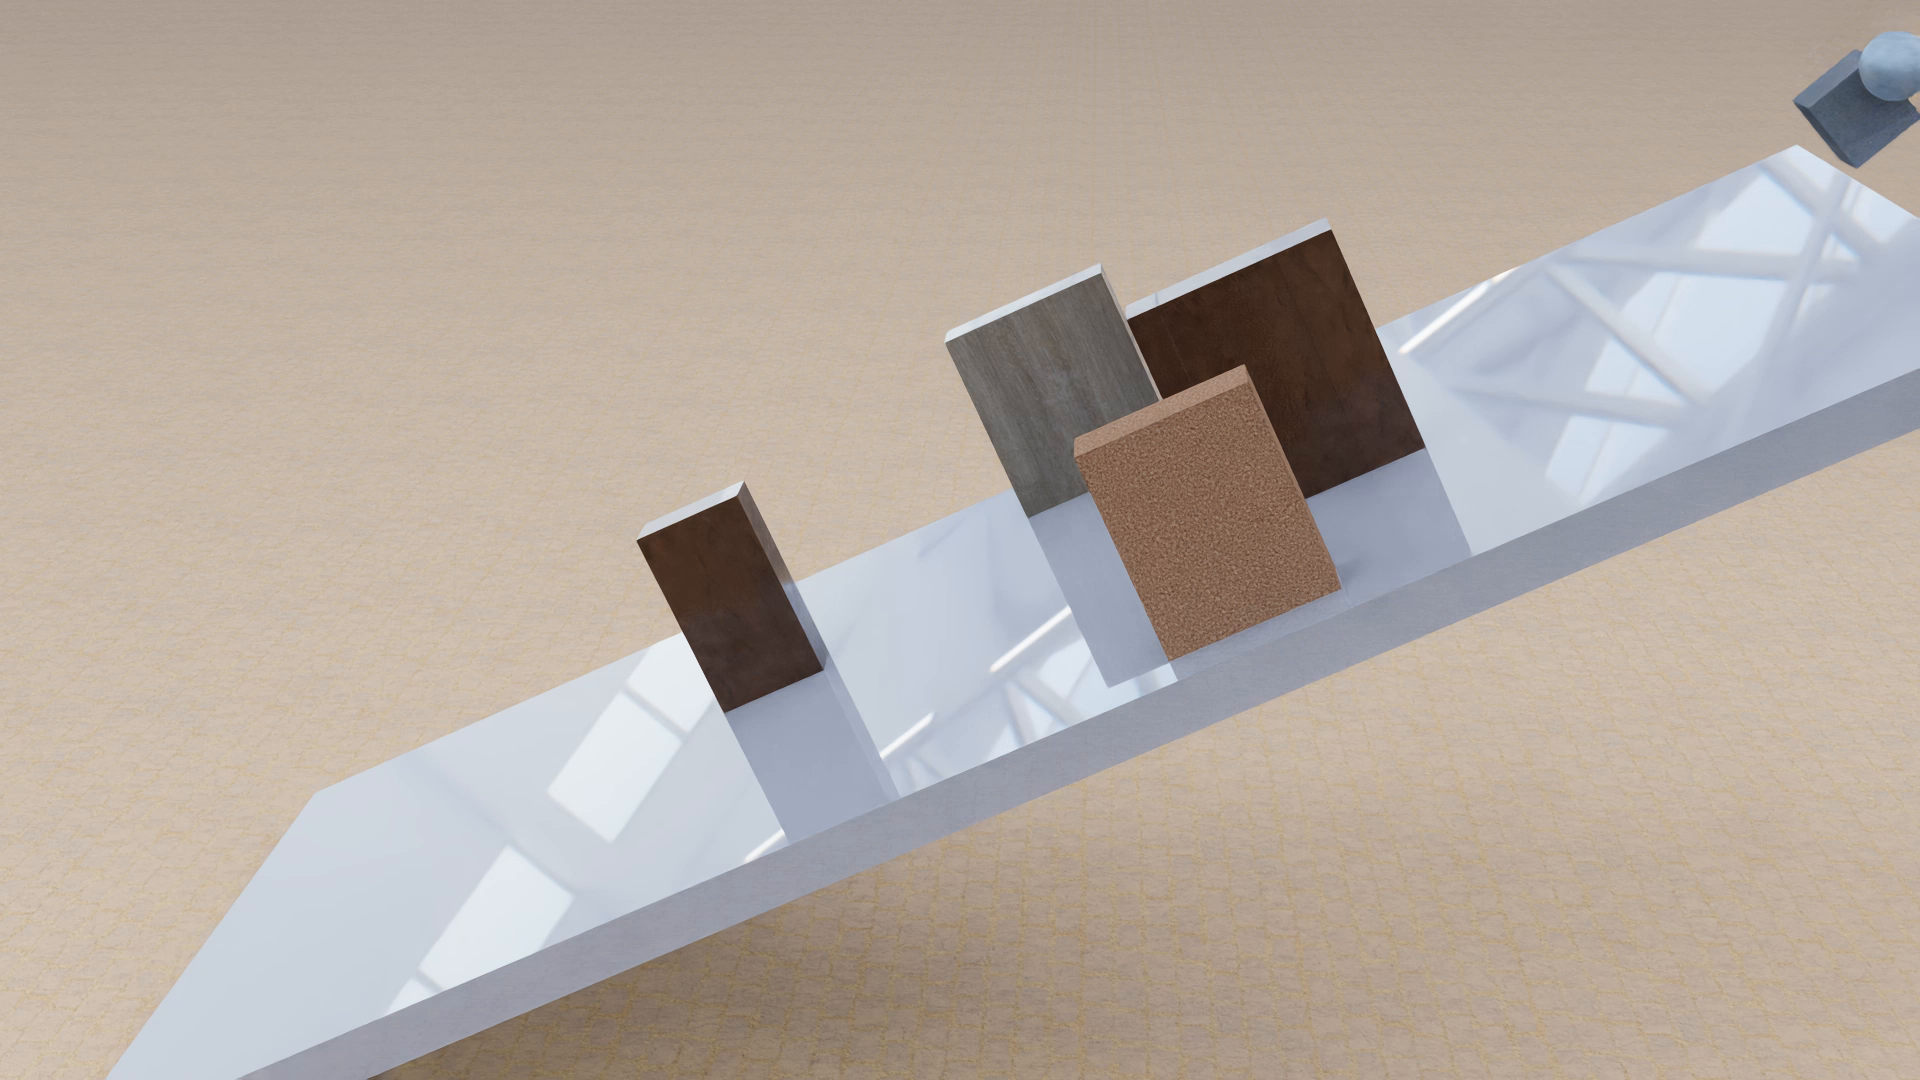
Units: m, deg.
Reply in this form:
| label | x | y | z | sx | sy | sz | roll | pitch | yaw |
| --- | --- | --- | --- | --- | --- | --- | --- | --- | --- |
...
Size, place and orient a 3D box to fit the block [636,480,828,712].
| label | x | y | z | sx | sy | sz | roll | pitch | yaw |
| --- | --- | --- | --- | --- | --- | --- | --- | --- | --- |
| block | -0.496 | 0.125 | 6.453 | 0.244 | 0.432 | 0.133 | -24 | 13 | 9 |

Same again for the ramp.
| label | x | y | z | sx | sy | sz | roll | pitch | yaw |
| --- | --- | --- | --- | --- | --- | --- | --- | --- | --- |
| ramp | 0.134 | 0.169 | 6.283 | 4.000 | 0.100 | 2.000 | -24 | 13 | 9 |

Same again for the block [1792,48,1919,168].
| label | x | y | z | sx | sy | sz | roll | pitch | yaw |
| --- | --- | --- | --- | --- | --- | --- | --- | --- | --- |
| block | 1.765 | -0.850 | 5.794 | 0.155 | 0.155 | 0.155 | -40 | 9 | 12 |

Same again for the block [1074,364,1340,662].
| label | x | y | z | sx | sy | sz | roll | pitch | yaw |
| --- | --- | --- | --- | --- | --- | --- | --- | --- | --- |
| block | 0.451 | -0.050 | 5.381 | 0.340 | 0.422 | 0.149 | -24 | 13 | 9 |

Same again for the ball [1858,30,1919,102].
| label | x | y | z | sx | sy | sz | roll | pitch | yaw |
| --- | --- | --- | --- | --- | --- | --- | --- | --- | --- |
| ball | 1.781 | -0.903 | 5.600 | 0.133 | 0.133 | 0.133 | 0 | 16 | 0 |

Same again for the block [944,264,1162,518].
| label | x | y | z | sx | sy | sz | roll | pitch | yaw |
| --- | --- | --- | --- | --- | --- | --- | --- | --- | --- |
| block | 0.243 | -0.348 | 6.858 | 0.394 | 0.460 | 0.129 | -24 | 13 | 9 |

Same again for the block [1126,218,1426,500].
| label | x | y | z | sx | sy | sz | roll | pitch | yaw |
| --- | --- | --- | --- | --- | --- | --- | --- | --- | --- |
| block | 0.641 | -0.334 | 5.991 | 0.444 | 0.489 | 0.146 | -24 | 13 | 9 |
